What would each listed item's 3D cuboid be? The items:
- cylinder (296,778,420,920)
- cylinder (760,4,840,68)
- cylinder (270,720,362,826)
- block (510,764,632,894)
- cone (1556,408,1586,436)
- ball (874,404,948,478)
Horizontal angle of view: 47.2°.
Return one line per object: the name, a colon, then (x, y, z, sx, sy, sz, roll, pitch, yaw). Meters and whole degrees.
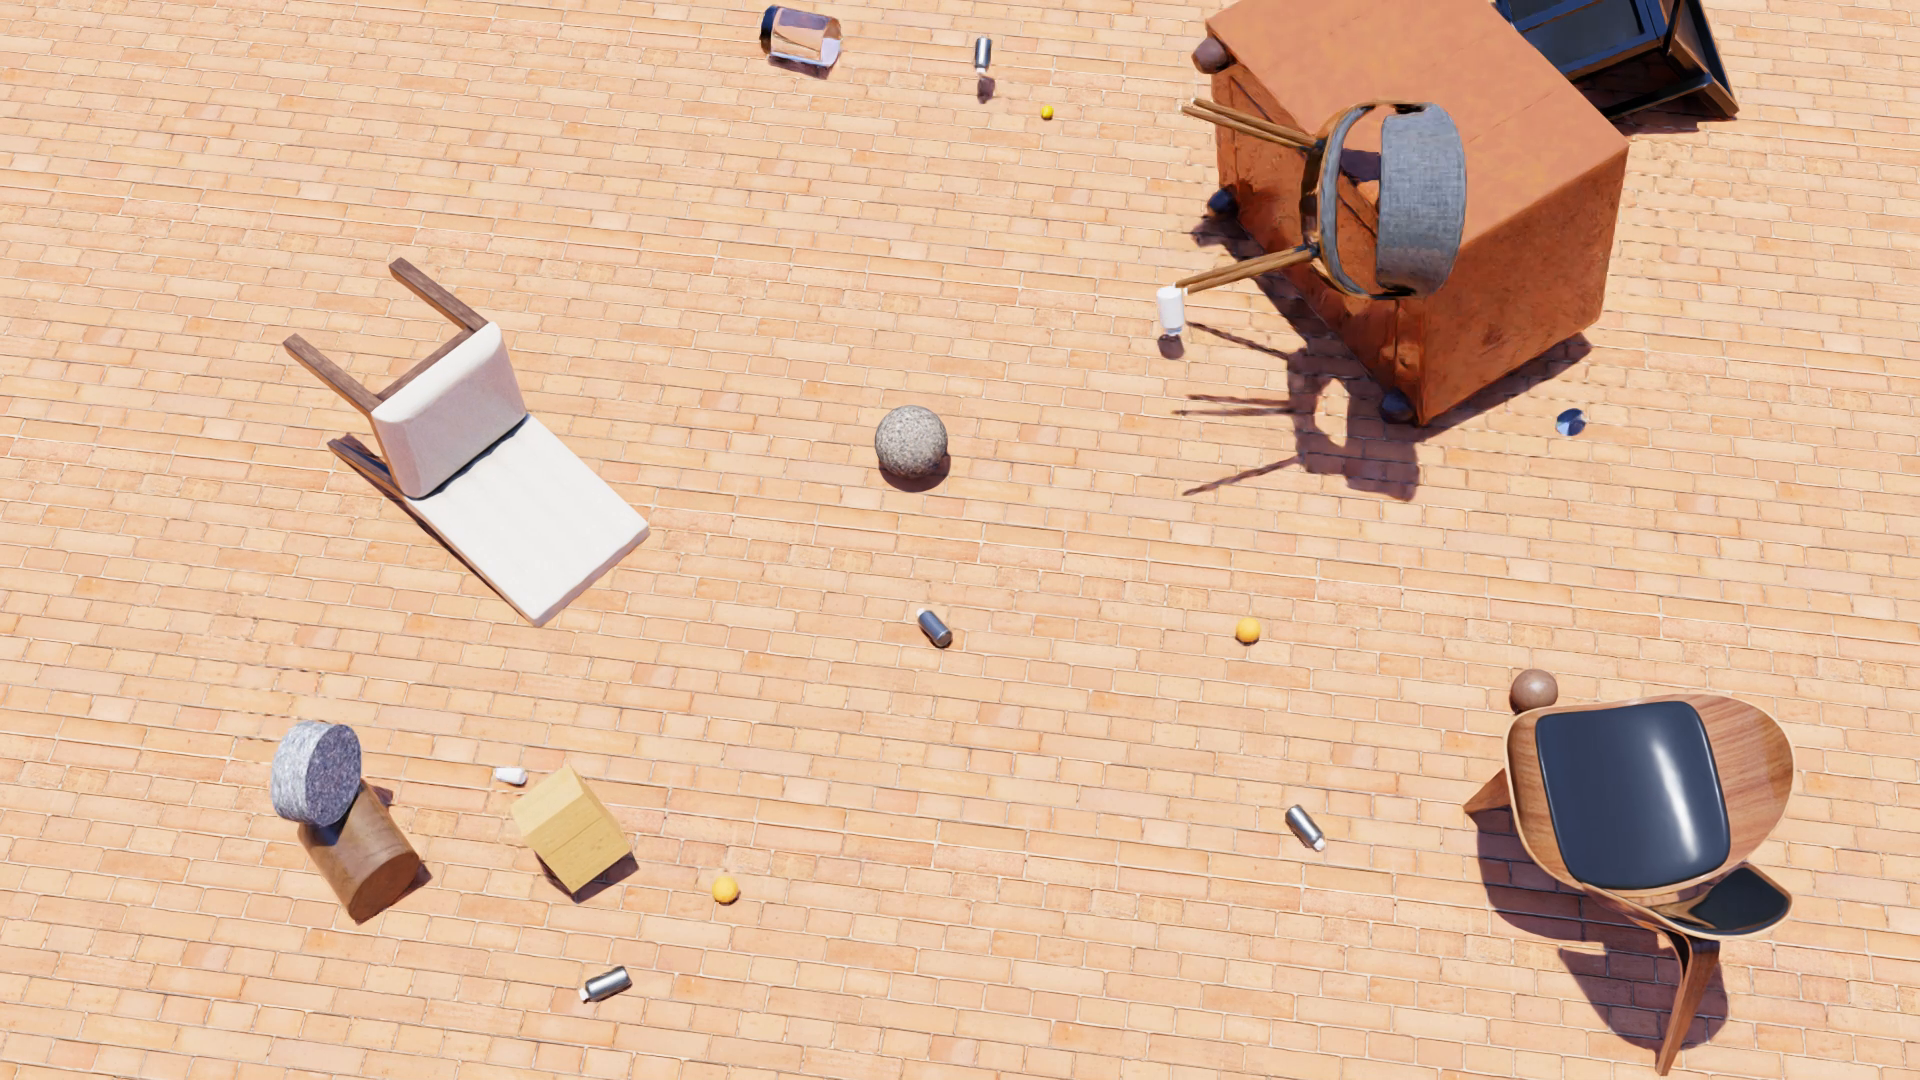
cylinder: (-1.613, 0.825, 5.893, 0.252, 0.180, 0.282, -50, 63, 14)
cylinder: (-0.553, -1.750, 7.631, 0.230, 0.178, 0.169, 15, 64, 15)
cylinder: (-1.686, 0.609, 5.763, 0.106, 0.243, 0.268, 5, 64, 19)
block: (-1.039, 0.768, 5.863, 0.193, 0.236, 0.165, -36, 34, -6)
cone: (1.887, -0.366, 6.802, 0.096, 0.040, 0.082, -29, 94, 9)
ball: (-0.147, -0.297, 6.638, 0.223, 0.223, 0.223, 0, 56, 0)
